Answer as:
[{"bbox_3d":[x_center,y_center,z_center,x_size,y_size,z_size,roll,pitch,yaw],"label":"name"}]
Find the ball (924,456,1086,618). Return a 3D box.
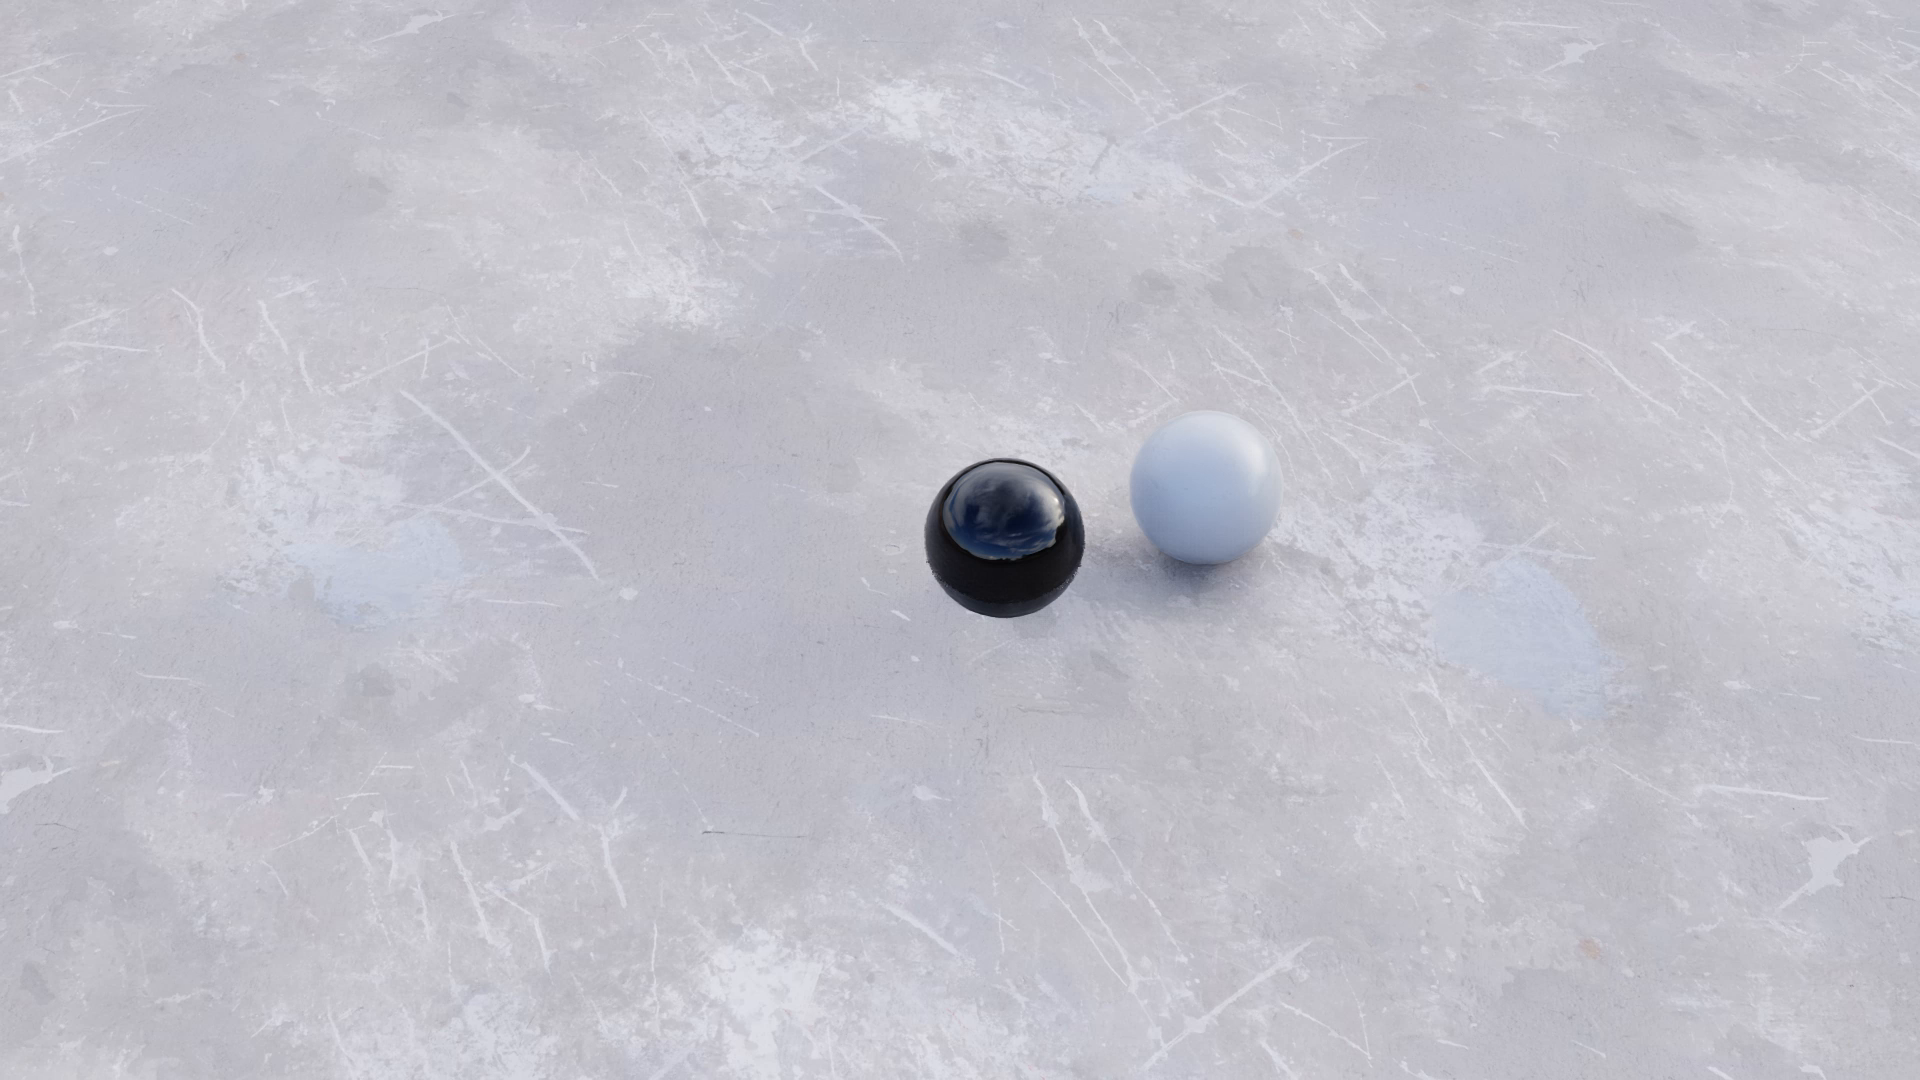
[{"bbox_3d":[0.027,-0.001,1.544,0.097,0.097,0.097,0,36,0],"label":"ball"}]

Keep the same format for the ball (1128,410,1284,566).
[{"bbox_3d":[0.152,-0.032,1.587,0.096,0.096,0.096,0,36,0],"label":"ball"}]
